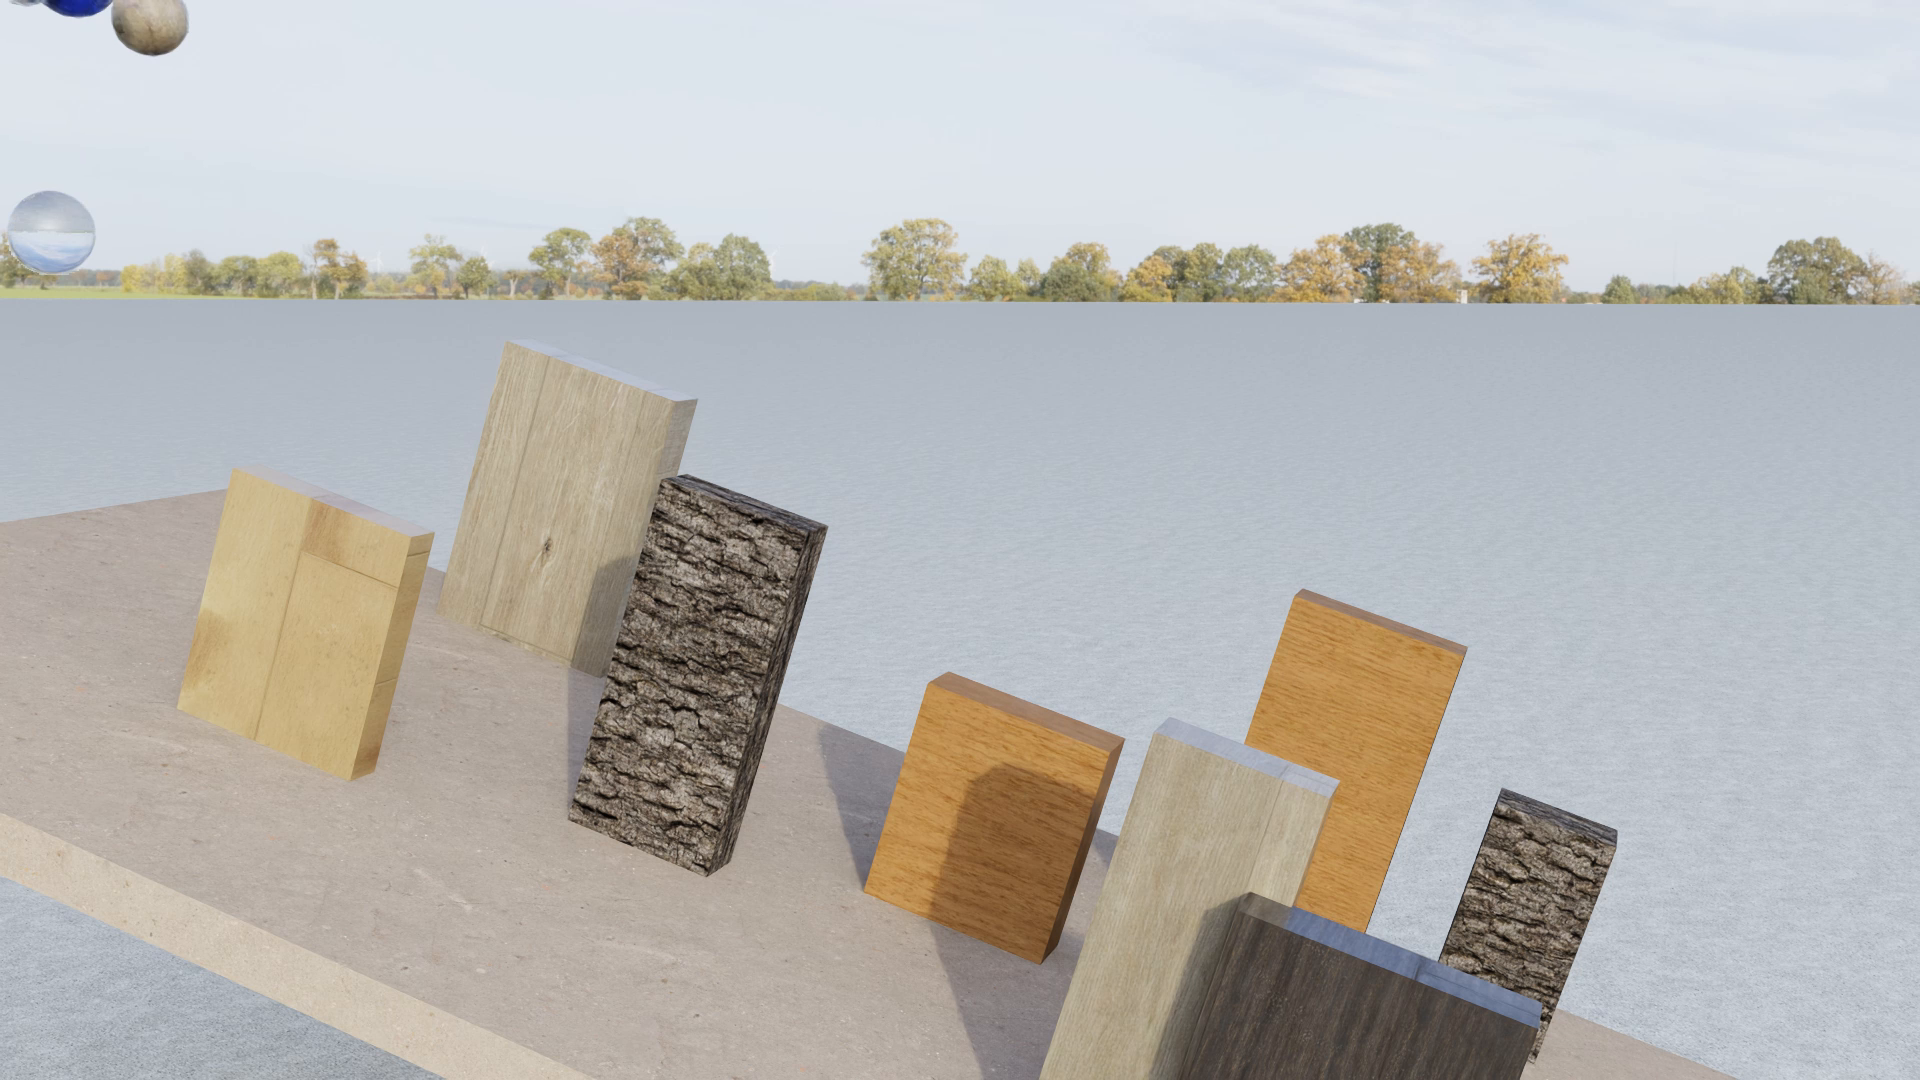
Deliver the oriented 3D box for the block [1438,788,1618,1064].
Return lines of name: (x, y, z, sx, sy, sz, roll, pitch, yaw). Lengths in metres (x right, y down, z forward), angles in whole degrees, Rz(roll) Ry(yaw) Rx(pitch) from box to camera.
block: (1.138, 0.784, 4.487, 0.243, 0.481, 0.148, 20, 12, 14)

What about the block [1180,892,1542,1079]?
block: (0.536, 0.847, 3.188, 0.439, 0.540, 0.115, 20, 12, 14)

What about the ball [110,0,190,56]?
ball: (-1.791, -1.153, 4.862, 0.164, 0.164, 0.164, 0, 7, 0)

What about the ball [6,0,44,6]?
ball: (-1.845, -1.118, 4.331, 0.130, 0.130, 0.130, 0, 7, 0)

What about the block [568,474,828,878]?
block: (-0.494, 0.252, 4.124, 0.298, 0.686, 0.115, 20, 12, 14)

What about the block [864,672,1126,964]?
block: (0.065, 0.531, 4.234, 0.372, 0.440, 0.131, 20, 12, 14)

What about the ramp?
ramp: (-0.362, 0.690, 4.229, 4.000, 0.100, 2.000, 20, 12, 14)

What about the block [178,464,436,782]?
block: (-1.217, 0.151, 4.080, 0.385, 0.480, 0.082, 20, 12, 14)

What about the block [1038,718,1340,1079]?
block: (0.325, 0.656, 3.338, 0.273, 0.716, 0.115, 20, 12, 14)

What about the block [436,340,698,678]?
block: (-0.914, -0.076, 5.094, 0.441, 0.670, 0.123, 20, 12, 14)

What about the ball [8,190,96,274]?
ball: (-1.932, -0.655, 4.680, 0.176, 0.176, 0.176, 0, 7, 0)

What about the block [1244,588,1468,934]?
block: (0.687, 0.527, 4.256, 0.332, 0.795, 0.108, 20, 12, 14)

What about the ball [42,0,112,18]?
ball: (-1.802, -1.150, 4.473, 0.173, 0.173, 0.173, 0, 7, 0)
